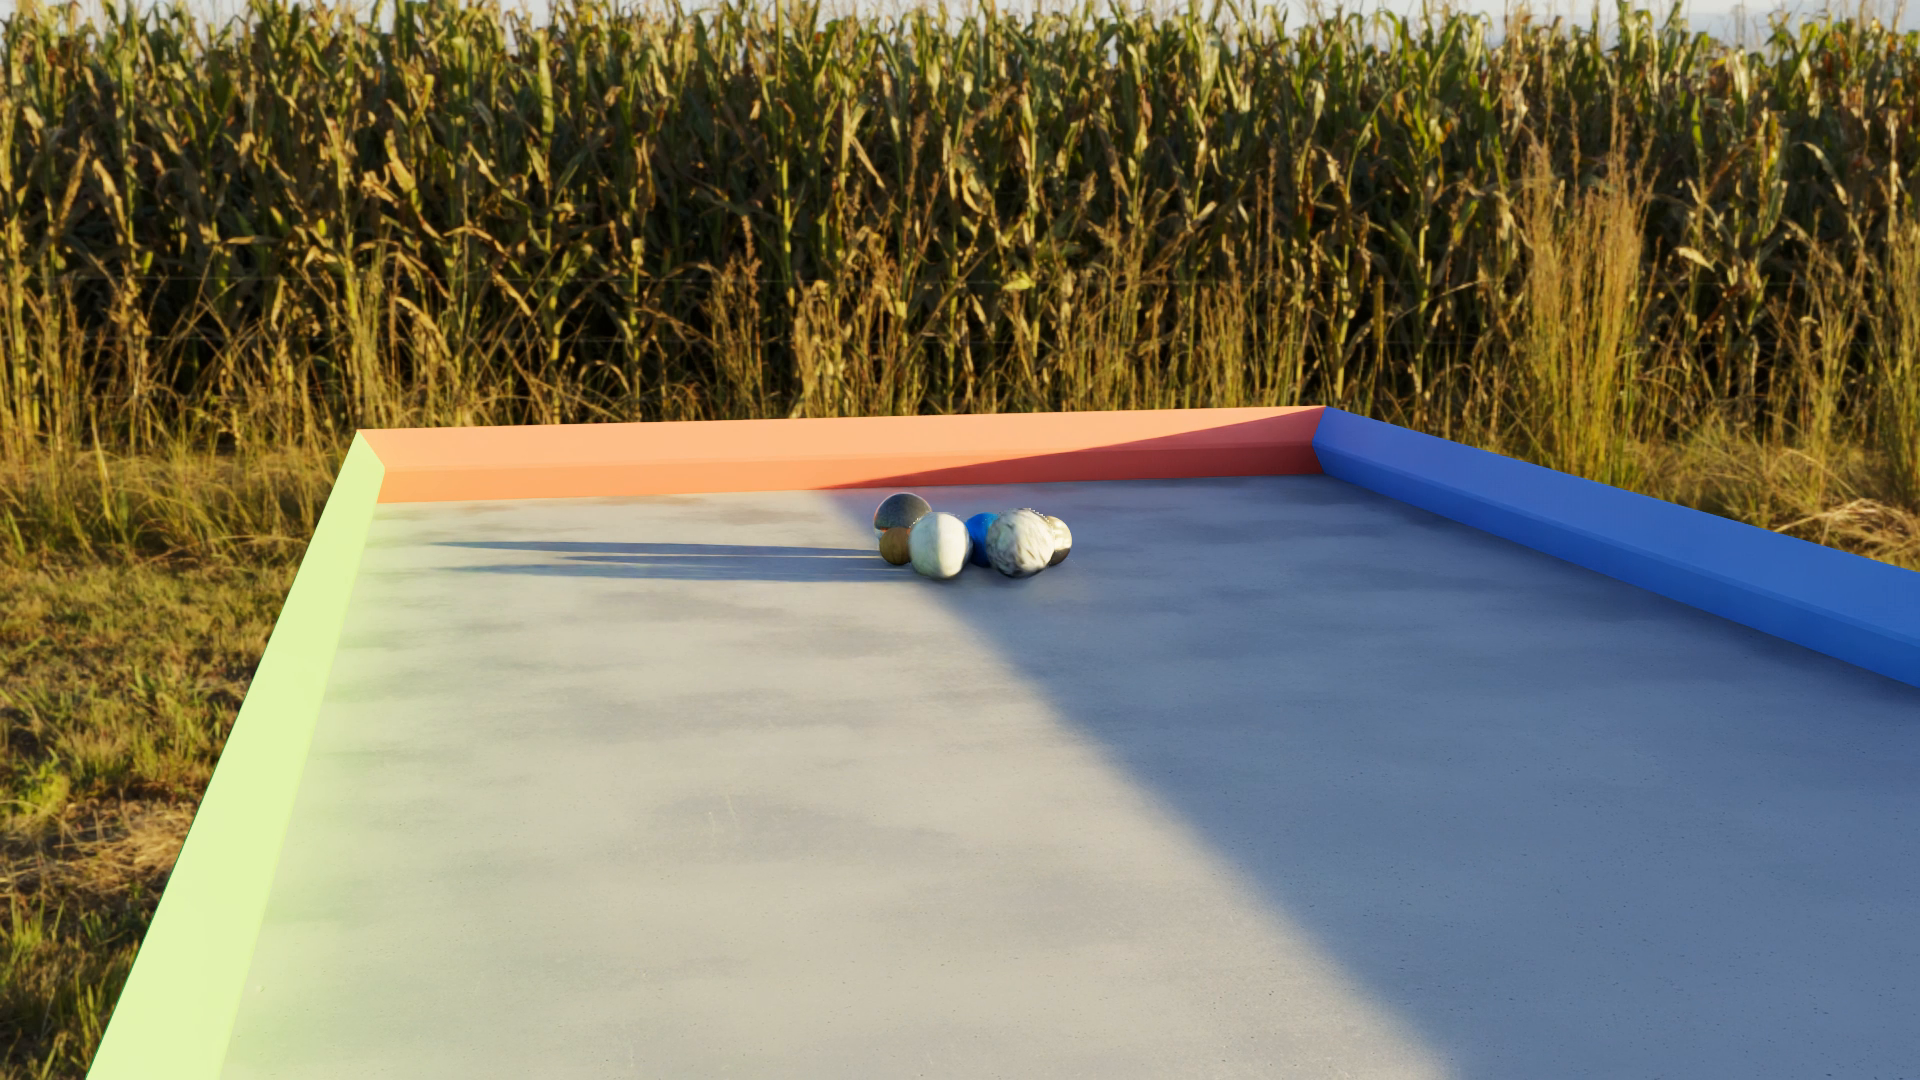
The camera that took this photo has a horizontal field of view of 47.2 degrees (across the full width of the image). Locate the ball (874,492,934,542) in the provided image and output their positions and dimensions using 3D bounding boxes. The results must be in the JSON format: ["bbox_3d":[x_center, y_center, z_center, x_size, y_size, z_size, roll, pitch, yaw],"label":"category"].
[{"bbox_3d":[-0.084,-0.025,3.299,0.093,0.093,0.093,0,10,0],"label":"ball"}]

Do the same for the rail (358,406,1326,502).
[{"bbox_3d":[-0.167,-0.154,3.951,1.770,0.127,0.045,-2,10,-12],"label":"rail"}]

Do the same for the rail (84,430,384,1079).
[{"bbox_3d":[-0.670,0.135,2.253,0.045,0.127,3.195,-2,10,-12],"label":"rail"}]

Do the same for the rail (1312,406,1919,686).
[{"bbox_3d":[1.013,0.073,2.618,0.045,0.127,3.195,-2,10,-12],"label":"rail"}]

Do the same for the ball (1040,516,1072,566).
[{"bbox_3d":[0.125,0.002,3.197,0.074,0.074,0.074,0,10,0],"label":"ball"}]

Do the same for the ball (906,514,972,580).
[{"bbox_3d":[-0.028,0.009,3.096,0.093,0.093,0.093,0,10,0],"label":"ball"}]

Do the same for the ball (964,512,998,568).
[{"bbox_3d":[0.039,0.000,3.190,0.080,0.080,0.080,0,10,0],"label":"ball"}]

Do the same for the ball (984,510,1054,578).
[{"bbox_3d":[0.084,0.006,3.103,0.097,0.097,0.097,0,10,0],"label":"ball"}]

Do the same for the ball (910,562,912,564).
[{"bbox_3d":[-0.050,0.022,3.162,0.046,0.046,0.046,0,10,0],"label":"ball"}]

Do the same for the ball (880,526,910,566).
[{"bbox_3d":[-0.090,0.009,3.210,0.057,0.057,0.057,0,10,0],"label":"ball"}]
